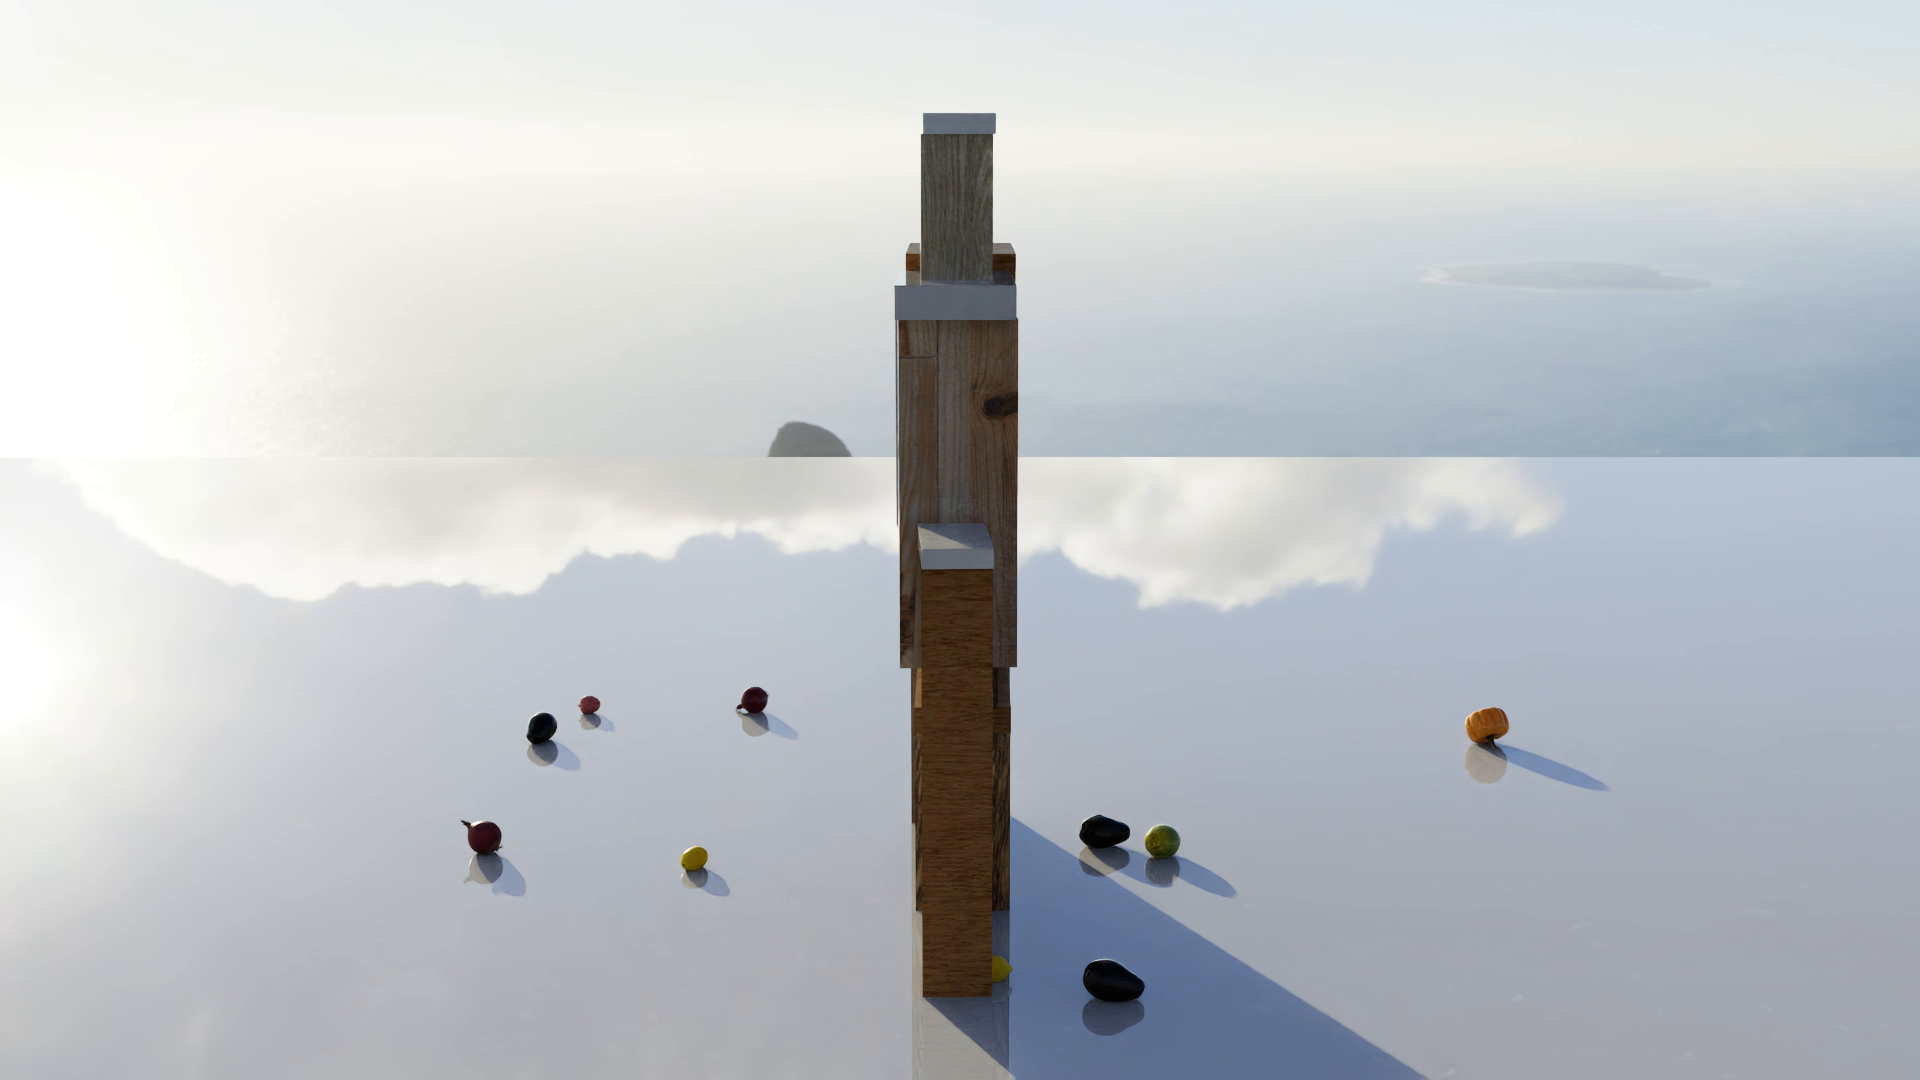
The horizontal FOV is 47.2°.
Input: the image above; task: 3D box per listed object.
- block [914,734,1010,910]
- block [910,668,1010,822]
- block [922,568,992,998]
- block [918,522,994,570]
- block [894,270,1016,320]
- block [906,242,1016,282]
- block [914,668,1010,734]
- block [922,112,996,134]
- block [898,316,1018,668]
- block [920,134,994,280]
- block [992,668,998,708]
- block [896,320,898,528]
[{"bbox_3d":[0.004,0.450,3.582,0.153,0.307,0.043,0,11,0],"label":"block"},{"bbox_3d":[0.001,0.022,3.978,0.180,1.003,0.051,0,10,0],"label":"block"},{"bbox_3d":[-0.004,0.352,3.185,0.102,0.645,0.029,0,11,0],"label":"block"},{"bbox_3d":[-0.008,0.008,3.190,0.102,0.029,0.203,-1,11,-3],"label":"block"},{"bbox_3d":[-0.008,-0.382,3.411,0.180,0.051,0.359,0,10,0],"label":"block"},{"bbox_3d":[0.001,-0.475,3.767,0.180,0.051,0.360,0,11,0],"label":"block"},{"bbox_3d":[0.004,0.259,3.651,0.153,0.043,0.307,0,11,0],"label":"block"},{"bbox_3d":[-0.003,-0.641,3.383,0.109,0.031,0.219,0,11,-1],"label":"block"},{"bbox_3d":[-0.004,-0.072,3.348,0.180,0.535,0.051,0,10,-3],"label":"block"},{"bbox_3d":[-0.005,-0.505,3.335,0.109,0.219,0.031,0,11,-3],"label":"block"},{"bbox_3d":[0.001,0.149,3.482,0.117,0.234,0.033,0,11,0],"label":"block"},{"bbox_3d":[-0.013,-0.202,3.566,0.180,0.359,0.051,0,11,2],"label":"block"}]
